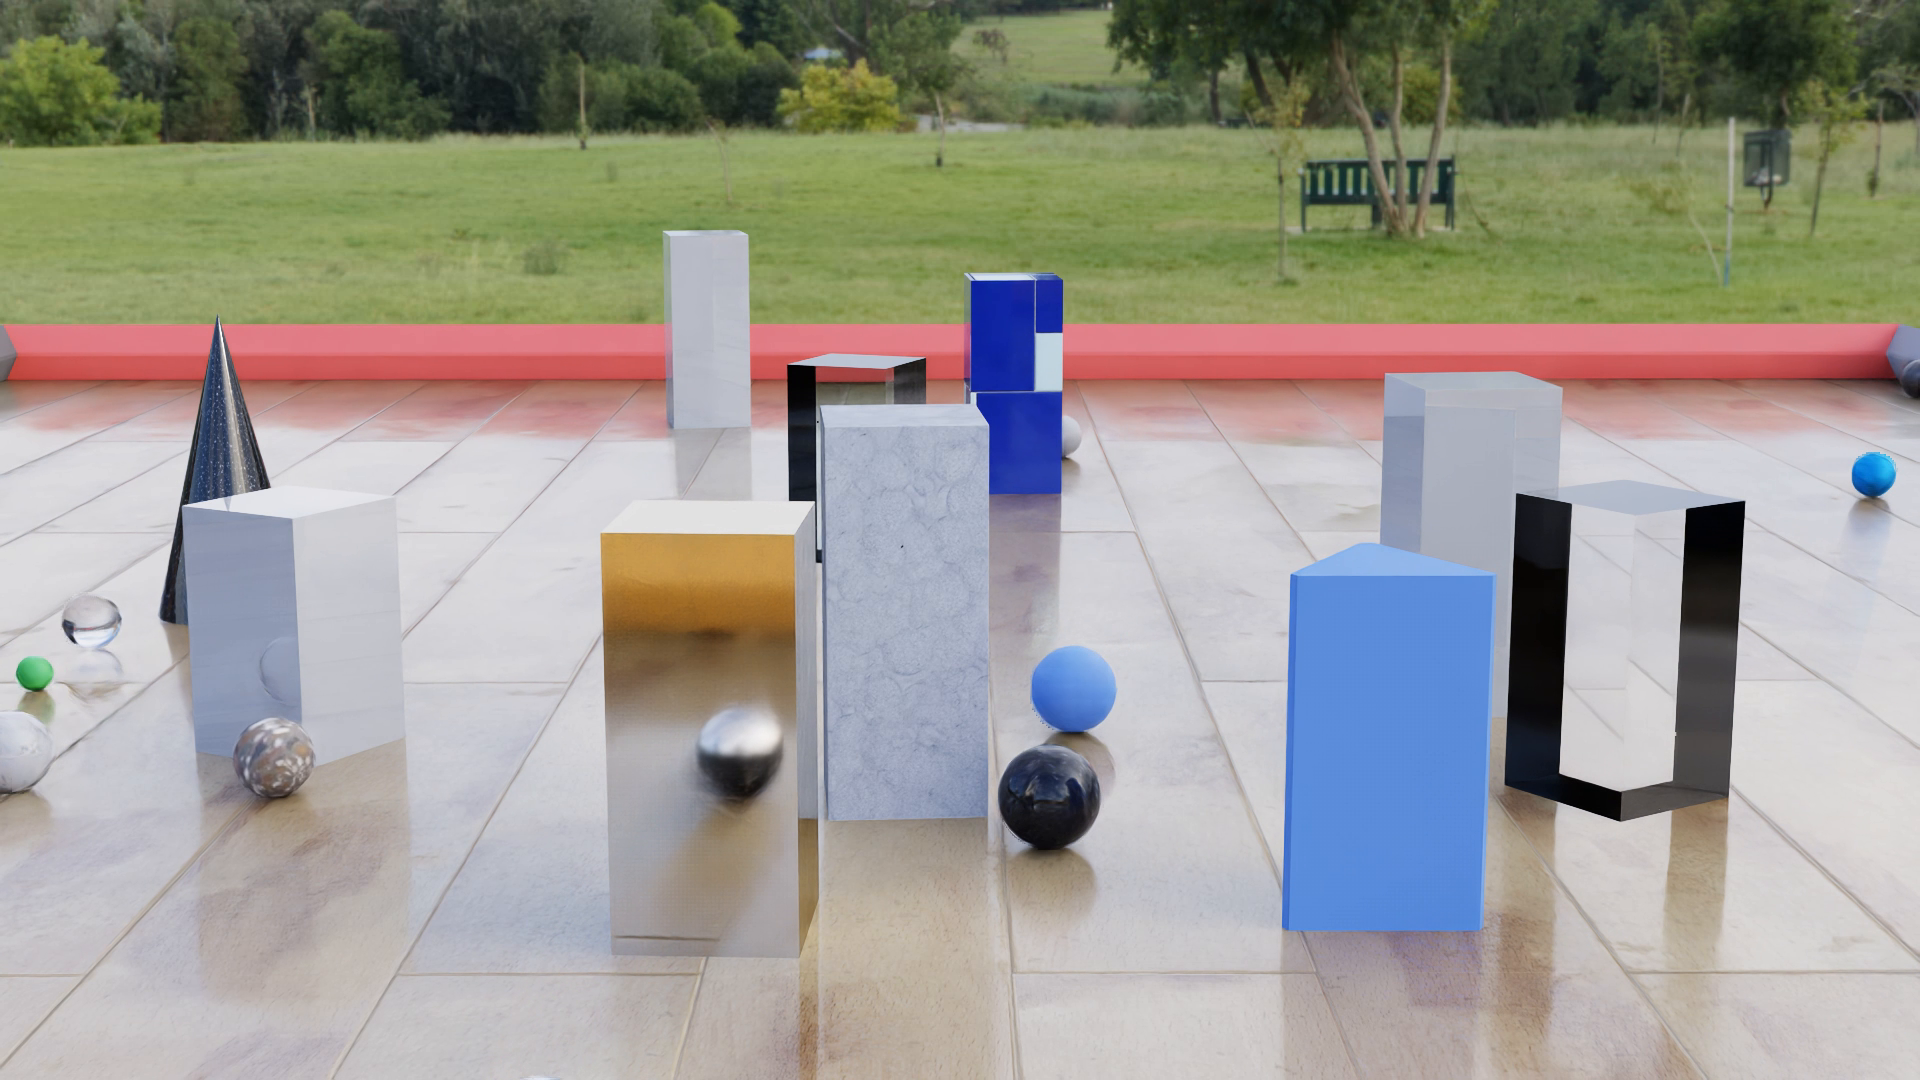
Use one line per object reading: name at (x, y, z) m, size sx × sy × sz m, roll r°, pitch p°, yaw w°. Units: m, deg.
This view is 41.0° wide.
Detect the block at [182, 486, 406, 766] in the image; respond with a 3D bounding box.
block at (-0.715, 0.090, 2.761) m, size 0.157 × 0.267 × 0.157 m, roll 6°, pitch 12°, yaw 29°

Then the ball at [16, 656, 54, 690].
ball at (-1.089, 0.157, 3.020) m, size 0.042 × 0.042 × 0.042 m, roll 0°, pitch 11°, yaw 0°

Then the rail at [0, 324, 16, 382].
rail at (-2.193, 0.035, 3.437) m, size 0.045 × 0.127 × 5.197 m, roll 0°, pitch 11°, yaw 0°

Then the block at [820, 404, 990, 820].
block at (-0.057, 0.068, 2.550) m, size 0.157 × 0.388 × 0.157 m, roll -1°, pitch 11°, yaw -5°

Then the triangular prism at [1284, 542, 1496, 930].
triangular prism at (0.361, 0.167, 2.233) m, size 0.169 × 0.308 × 0.147 m, roll 0°, pitch 11°, yaw 0°

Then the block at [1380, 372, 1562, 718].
block at (0.580, 0.003, 2.939) m, size 0.157 × 0.374 × 0.157 m, roll -1°, pitch 11°, yaw -7°

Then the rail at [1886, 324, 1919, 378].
rail at (2.193, 0.030, 3.461) m, size 0.045 × 0.127 × 5.197 m, roll 0°, pitch 11°, yaw 0°

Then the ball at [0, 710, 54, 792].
ball at (-0.961, 0.214, 2.596) m, size 0.084 × 0.084 × 0.084 m, roll 0°, pitch 11°, yaw 0°

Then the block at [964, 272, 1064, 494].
block at (0.091, -0.273, 4.449) m, size 0.157 × 0.366 × 0.157 m, roll -1°, pitch 11°, yaw -4°

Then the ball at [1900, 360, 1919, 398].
ball at (2.119, -0.355, 5.658) m, size 0.086 × 0.086 × 0.086 m, roll 0°, pitch 11°, yaw 0°

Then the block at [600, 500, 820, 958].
block at (-0.207, 0.155, 2.166) m, size 0.157 × 0.356 × 0.157 m, roll 1°, pitch 11°, yaw 3°

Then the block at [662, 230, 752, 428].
block at (-0.518, -0.433, 5.248) m, size 0.157 × 0.389 × 0.157 m, roll -2°, pitch 11°, yaw -12°

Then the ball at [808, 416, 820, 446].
ball at (-0.257, -0.209, 4.927) m, size 0.066 × 0.066 × 0.066 m, roll 0°, pitch 11°, yaw 0°

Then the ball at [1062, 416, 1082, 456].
ball at (0.190, -0.195, 4.818) m, size 0.078 × 0.078 × 0.078 m, roll 0°, pitch 11°, yaw 0°

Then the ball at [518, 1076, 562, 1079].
ball at (-0.270, 0.388, 1.639) m, size 0.090 × 0.090 × 0.090 m, roll 0°, pitch 11°, yaw 0°

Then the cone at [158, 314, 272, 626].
cone at (-0.981, -0.103, 3.428) m, size 0.196 × 0.403 × 0.196 m, roll 0°, pitch 11°, yaw 0°

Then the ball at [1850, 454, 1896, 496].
ball at (1.557, -0.110, 4.375) m, size 0.072 × 0.072 × 0.072 m, roll 0°, pitch 11°, yaw 0°

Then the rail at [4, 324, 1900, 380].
rail at (-0.015, -0.437, 5.981) m, size 4.433 × 0.127 × 0.045 m, roll 0°, pitch 11°, yaw 0°

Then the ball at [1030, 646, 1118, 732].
ball at (0.125, 0.164, 2.831) m, size 0.096 × 0.096 × 0.096 m, roll 0°, pitch 11°, yaw 0°

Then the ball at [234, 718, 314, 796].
ball at (-0.691, 0.218, 2.583) m, size 0.080 × 0.080 × 0.080 m, roll 0°, pitch 11°, yaw 0°

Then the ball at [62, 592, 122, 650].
ball at (-1.095, 0.102, 3.235) m, size 0.071 × 0.071 × 0.071 m, roll 0°, pitch 11°, yaw 0°

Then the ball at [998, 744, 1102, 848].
ball at (0.084, 0.241, 2.413) m, size 0.098 × 0.098 × 0.098 m, roll 0°, pitch 11°, yaw 0°

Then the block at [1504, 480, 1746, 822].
block at (0.666, 0.106, 2.577) m, size 0.157 × 0.303 × 0.157 m, roll -7°, pitch 12°, yaw -33°

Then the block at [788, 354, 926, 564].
block at (-0.152, -0.121, 3.830) m, size 0.157 × 0.293 × 0.157 m, roll 4°, pitch 11°, yaw 21°
